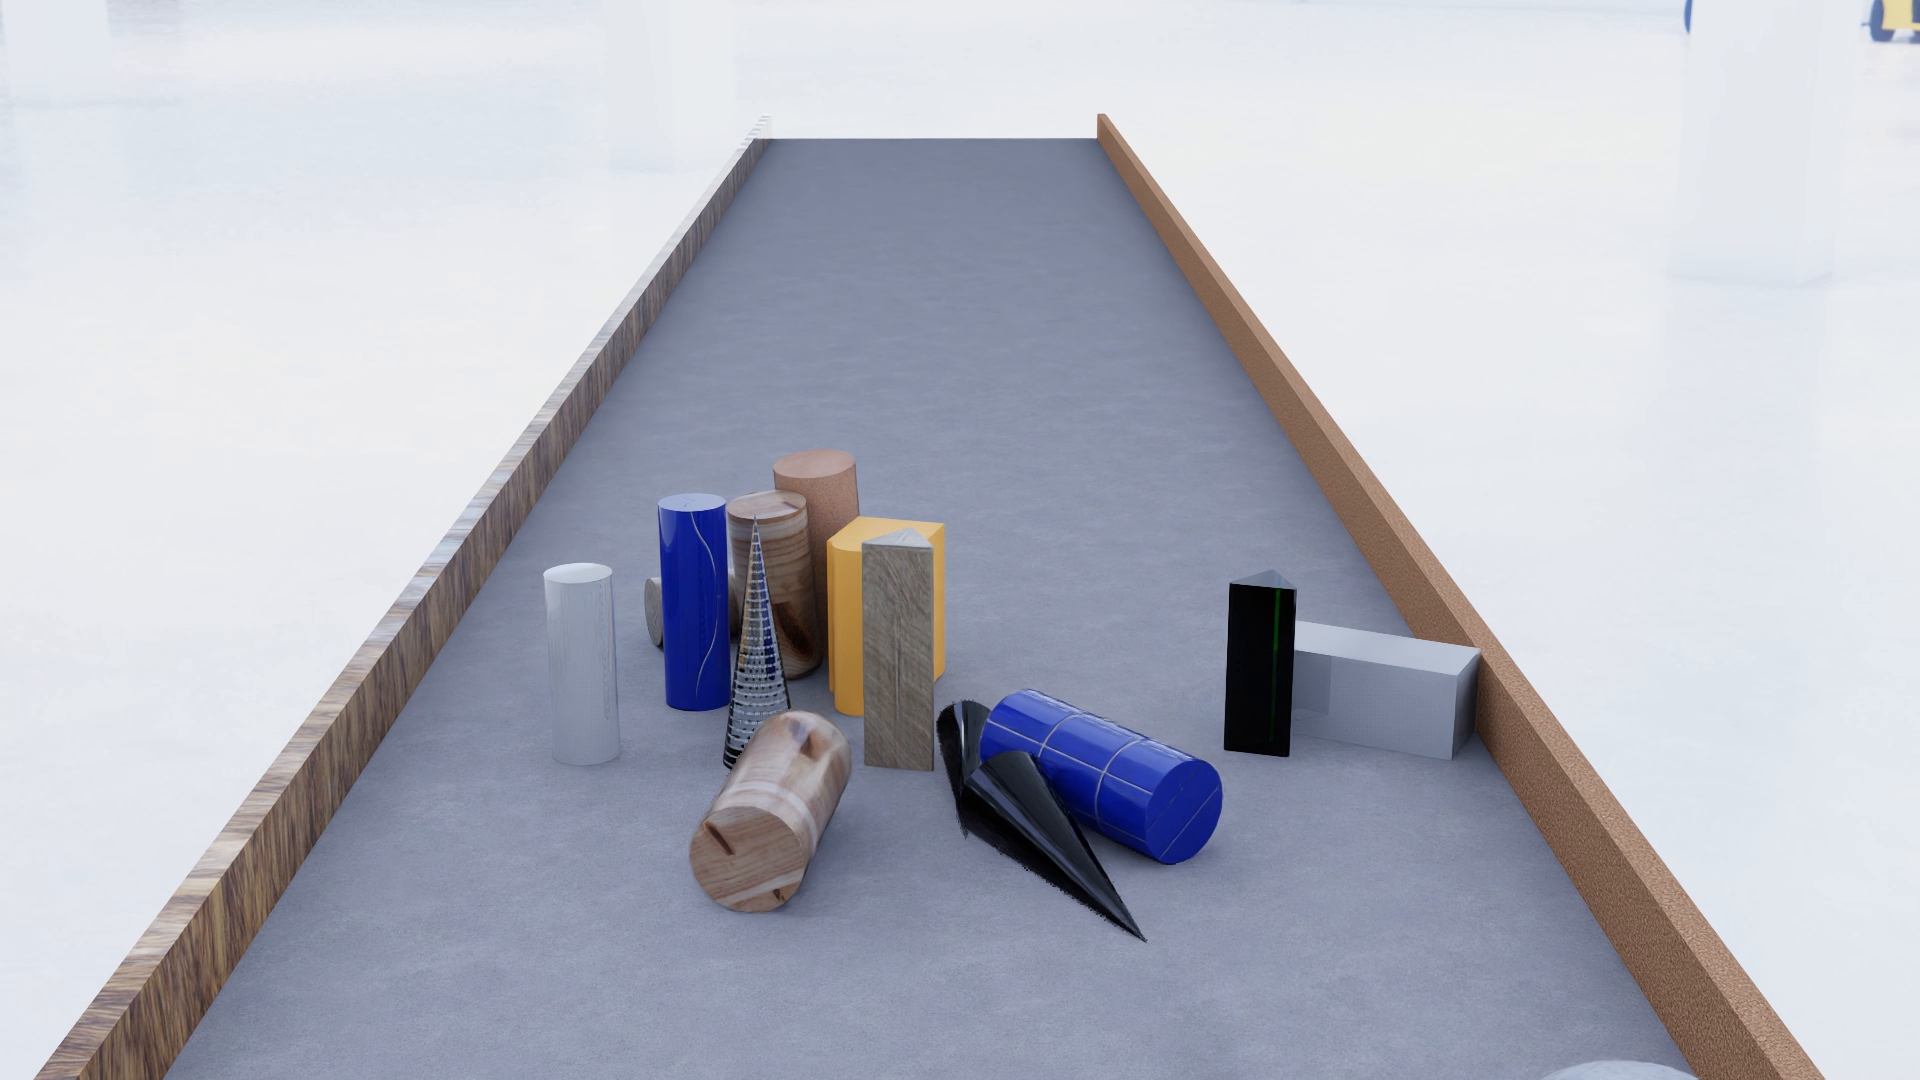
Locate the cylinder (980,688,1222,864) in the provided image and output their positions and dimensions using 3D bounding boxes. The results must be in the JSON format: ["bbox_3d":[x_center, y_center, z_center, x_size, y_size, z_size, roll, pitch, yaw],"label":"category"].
[{"bbox_3d":[0.228,0.384,3.633,0.172,0.172,0.409,-13,21,-37],"label":"cylinder"}]

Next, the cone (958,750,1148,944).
[{"bbox_3d":[0.172,0.503,3.397,0.161,0.161,0.431,-9,29,-28],"label":"cone"}]

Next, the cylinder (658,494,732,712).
[{"bbox_3d":[-0.499,0.117,4.145,0.126,0.392,0.126,0,17,0],"label":"cylinder"}]

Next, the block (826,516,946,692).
[{"bbox_3d":[-0.141,0.130,4.258,0.178,0.303,0.178,5,17,16],"label":"block"}]

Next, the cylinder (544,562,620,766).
[{"bbox_3d":[-0.669,0.219,3.897,0.119,0.337,0.119,0,17,0],"label":"cylinder"}]

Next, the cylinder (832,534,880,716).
[{"bbox_3d":[-0.183,0.160,4.124,0.109,0.322,0.109,0,17,0],"label":"cylinder"}]

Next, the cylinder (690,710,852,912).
[{"bbox_3d":[-0.293,0.424,3.495,0.176,0.176,0.402,2,17,7],"label":"cylinder"}]

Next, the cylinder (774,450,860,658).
[{"bbox_3d":[-0.276,0.028,4.424,0.163,0.388,0.163,-3,22,1],"label":"cylinder"}]

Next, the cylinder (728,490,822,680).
[{"bbox_3d":[-0.362,0.088,4.305,0.153,0.340,0.153,-4,22,1],"label":"cylinder"}]

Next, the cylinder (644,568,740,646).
[{"bbox_3d":[-0.479,0.129,4.547,0.320,0.139,0.139,-7,18,-21],"label":"cylinder"}]

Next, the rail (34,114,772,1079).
[{"bbox_3d":[-1.118,-0.838,7.780,0.050,0.150,12.000,0,17,-1],"label":"rail"}]

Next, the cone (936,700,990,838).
[{"bbox_3d":[0.011,0.412,3.746,0.111,0.111,0.363,0,25,1],"label":"cone"}]

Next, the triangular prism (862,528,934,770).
[{"bbox_3d":[-0.097,0.190,3.867,0.125,0.411,0.108,3,17,11],"label":"triangular prism"}]

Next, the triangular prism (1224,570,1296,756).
[{"bbox_3d":[0.545,0.218,3.942,0.116,0.315,0.101,5,17,17],"label":"triangular prism"}]

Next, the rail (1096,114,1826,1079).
[{"bbox_3d":[0.932,-0.844,7.801,0.050,0.150,12.000,0,17,-1],"label":"rail"}]

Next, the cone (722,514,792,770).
[{"bbox_3d":[-0.353,0.172,3.849,0.138,0.456,0.138,0,17,0],"label":"cone"}]

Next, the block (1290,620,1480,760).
[{"bbox_3d":[0.735,0.269,4.040,0.395,0.161,0.161,8,18,26],"label":"block"}]

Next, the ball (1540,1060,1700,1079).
[{"bbox_3d":[0.662,0.683,2.176,0.330,0.330,0.330,0,17,0],"label":"ball"}]
